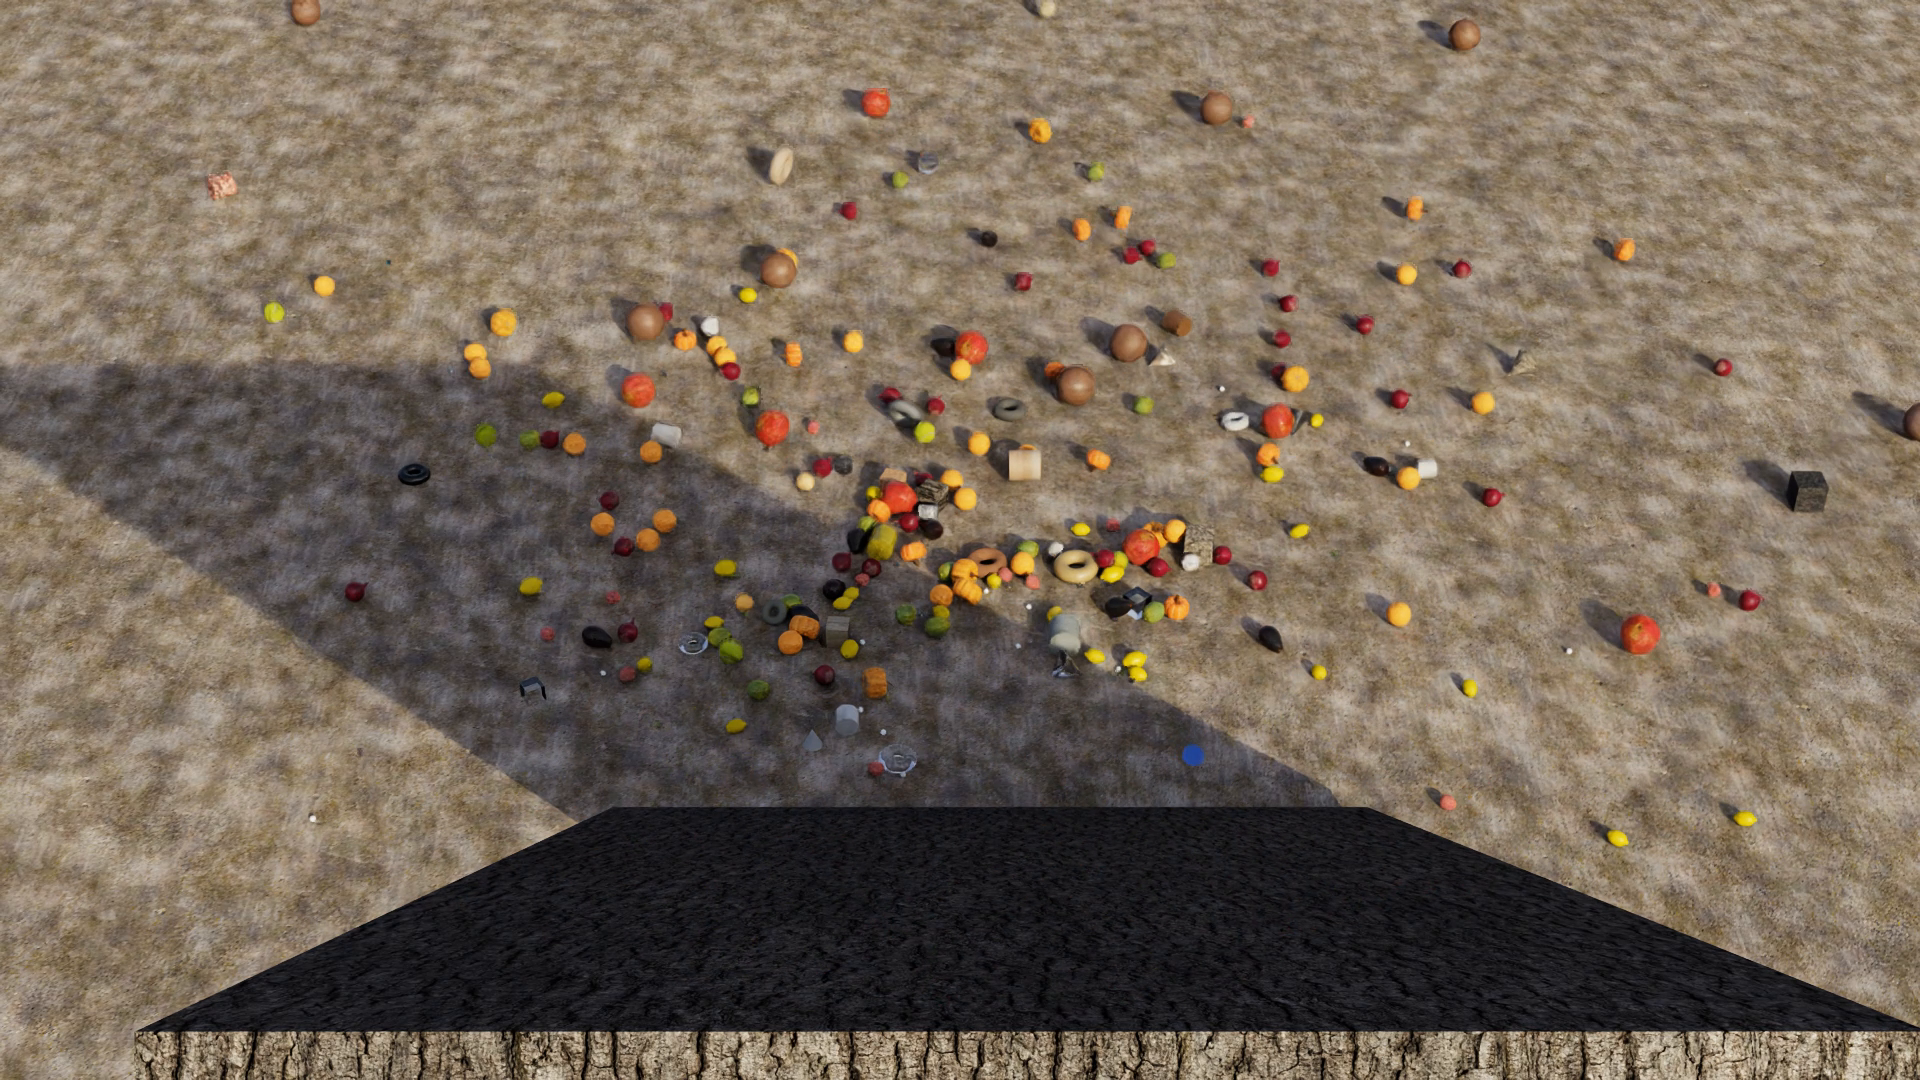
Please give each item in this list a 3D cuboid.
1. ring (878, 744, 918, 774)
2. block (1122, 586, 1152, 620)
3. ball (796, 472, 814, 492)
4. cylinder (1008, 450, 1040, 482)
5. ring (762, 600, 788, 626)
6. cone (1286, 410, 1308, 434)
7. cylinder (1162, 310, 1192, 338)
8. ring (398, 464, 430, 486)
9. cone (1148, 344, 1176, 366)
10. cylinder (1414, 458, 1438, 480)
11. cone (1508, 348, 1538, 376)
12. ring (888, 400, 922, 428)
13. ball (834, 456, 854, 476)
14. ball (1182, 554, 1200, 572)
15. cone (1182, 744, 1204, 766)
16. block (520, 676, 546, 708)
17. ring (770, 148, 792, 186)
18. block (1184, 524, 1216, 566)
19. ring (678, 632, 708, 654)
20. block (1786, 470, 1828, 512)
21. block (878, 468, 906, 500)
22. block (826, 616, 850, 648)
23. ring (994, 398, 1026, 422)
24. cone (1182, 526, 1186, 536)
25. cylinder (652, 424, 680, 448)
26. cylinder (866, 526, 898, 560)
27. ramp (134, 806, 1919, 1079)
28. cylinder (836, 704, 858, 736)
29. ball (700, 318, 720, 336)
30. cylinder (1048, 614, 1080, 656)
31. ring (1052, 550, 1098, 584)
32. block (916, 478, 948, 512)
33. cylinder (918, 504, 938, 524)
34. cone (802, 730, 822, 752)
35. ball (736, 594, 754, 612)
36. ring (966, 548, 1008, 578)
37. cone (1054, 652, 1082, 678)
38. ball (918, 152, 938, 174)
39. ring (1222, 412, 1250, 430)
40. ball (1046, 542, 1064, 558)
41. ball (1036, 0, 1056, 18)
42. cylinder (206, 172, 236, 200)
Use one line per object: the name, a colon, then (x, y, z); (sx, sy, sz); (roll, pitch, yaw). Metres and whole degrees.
ring: (-0.171, 0.600, 7.143); (0.107, 0.036, 0.107); (1, 35, -1)
block: (0.524, 0.186, 7.684); (0.061, 0.061, 0.061); (-28, 45, -33)
ball: (-0.488, -0.182, 8.189); (0.058, 0.058, 0.058); (0, 36, 0)
cylinder: (0.204, -0.236, 8.227); (0.099, 0.099, 0.099); (-1, 36, -1)
ring: (-0.546, 0.213, 7.648); (0.080, 0.027, 0.080); (-4, 76, 19)
cone: (1.088, -0.372, 8.466); (0.078, 0.078, 0.078); (11, 64, 14)
cylinder: (0.747, -0.744, 8.942); (0.071, 0.071, 0.071); (-27, 44, -32)
ring: (-1.730, -0.208, 8.245); (0.101, 0.034, 0.101); (1, 36, -1)
cone: (0.672, -0.608, 8.784); (0.086, 0.086, 0.086); (-29, 38, 5)
cylinder: (1.476, -0.224, 8.247); (0.056, 0.056, 0.056); (-35, 43, -1)
cone: (1.876, -0.578, 8.742); (0.092, 0.092, 0.092); (-38, 45, -4)
ring: (-0.180, -0.410, 8.453); (0.120, 0.120, 0.040); (18, 59, 23)
ball: (-0.368, -0.235, 8.258); (0.061, 0.061, 0.061); (0, 36, 0)
ball: (0.695, 0.068, 7.851); (0.054, 0.054, 0.054); (0, 36, 0)
cone: (0.646, 0.586, 7.169); (0.060, 0.060, 0.060); (9, 11, 12)
block: (-1.210, 0.429, 7.361); (0.054, 0.054, 0.054); (-21, 41, -26)
ring: (-0.673, -1.406, 9.779); (0.049, 0.148, 0.148); (20, 40, 11)
block: (0.727, 0.014, 7.899); (0.086, 0.086, 0.086); (5, 37, 7)
ring: (-0.776, 0.300, 7.558); (0.087, 0.029, 0.087); (-1, 37, 0)
block: (2.645, -0.151, 8.117); (0.092, 0.092, 0.092); (0, 36, 0)
block: (-0.211, -0.175, 8.172); (0.067, 0.067, 0.067); (12, 38, 16)
block: (-0.355, 0.268, 7.571); (0.064, 0.064, 0.064); (3, 36, 3)
ring: (0.164, -0.427, 8.541); (0.110, 0.037, 0.110); (0, 35, 0)
cone: (0.706, -0.007, 7.976); (0.061, 0.061, 0.061); (8, 72, 11)
cylinder: (-0.949, -0.336, 8.388); (0.070, 0.070, 0.070); (10, 38, 14)
cylinder: (-0.238, 0.009, 7.911); (0.079, 0.079, 0.079); (8, 30, 11)
ramp: (0.080, 0.678, 4.894); (2.000, 0.100, 4.000); (0, -2, 0)
cylinder: (-0.317, 0.503, 7.252); (0.063, 0.063, 0.063); (-1, 36, -2)
ball: (-0.859, -0.732, 8.930); (0.066, 0.066, 0.066); (0, 36, 0)
cylinder: (0.303, 0.276, 7.538); (0.090, 0.090, 0.090); (0, 36, 0)
ring: (0.350, 0.080, 7.841); (0.139, 0.046, 0.139); (-1, 37, 1)
block: (-0.087, -0.135, 8.111); (0.074, 0.074, 0.074); (20, 41, 25)
cylinder: (-0.098, -0.081, 8.051); (0.059, 0.059, 0.059); (2, 36, 3)
cone: (-0.409, 0.545, 7.200); (0.056, 0.056, 0.056); (0, 36, 0)
ball: (-0.637, 0.187, 7.689); (0.055, 0.055, 0.055); (0, 36, 0)
ring: (0.080, 0.070, 7.860); (0.128, 0.043, 0.128); (0, 37, 0)
cone: (0.320, 0.371, 7.455); (0.078, 0.078, 0.078); (22, 33, -15)
ball: (-0.121, -1.429, 9.865); (0.081, 0.081, 0.081); (0, 36, 0)
ring: (0.900, -0.388, 8.488); (0.093, 0.031, 0.093); (-6, 33, 4)
ball: (0.290, 0.032, 7.903); (0.051, 0.051, 0.051); (0, 36, 0)
ball: (0.365, -2.243, 10.973); (0.081, 0.081, 0.081); (0, 36, 0)
cylinder: (-2.761, -1.323, 9.718); (0.083, 0.083, 0.083); (-23, 42, -27)
